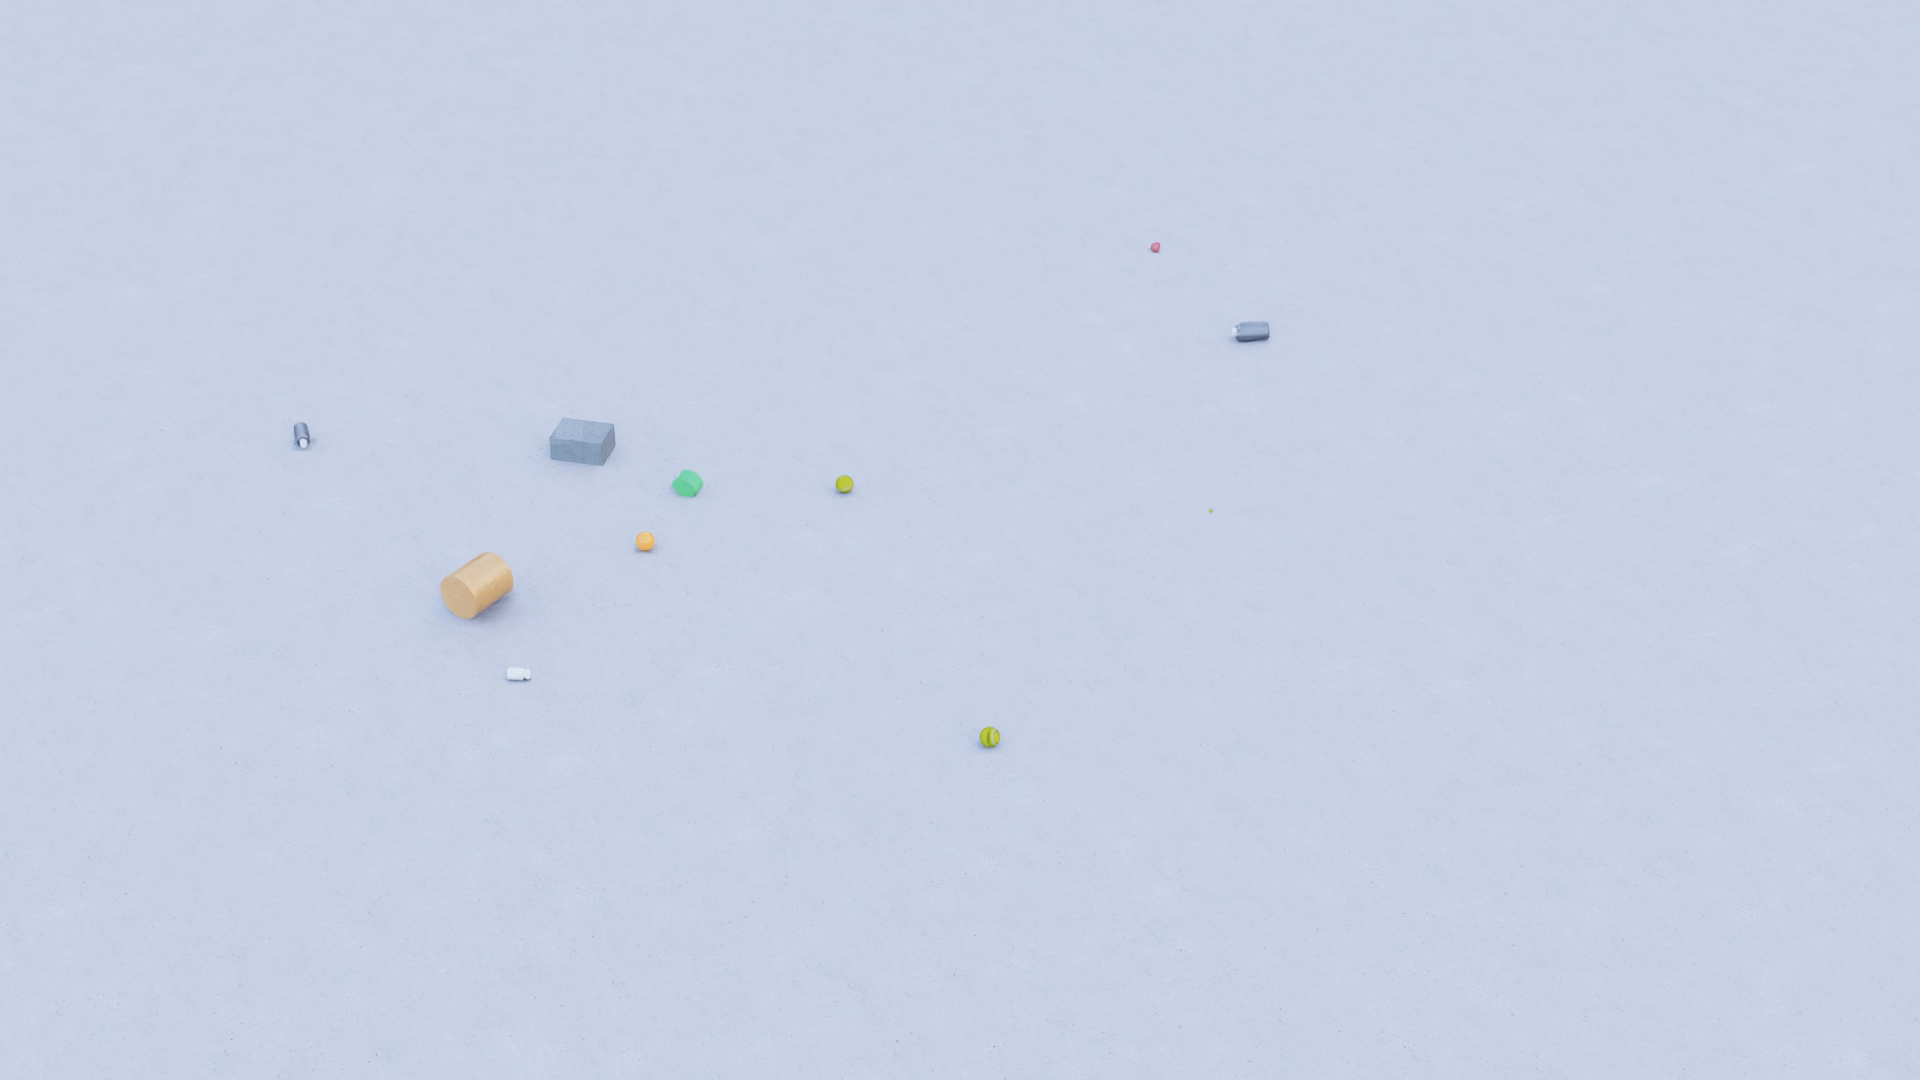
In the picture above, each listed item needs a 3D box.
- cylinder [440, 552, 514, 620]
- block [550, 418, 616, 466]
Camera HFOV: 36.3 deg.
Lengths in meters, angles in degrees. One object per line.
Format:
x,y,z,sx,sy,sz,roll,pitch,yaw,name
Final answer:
-1.735,0.164,10.539,0.173,0.172,0.198,29,42,23,cylinder
-1.472,-0.383,11.435,0.211,0.100,0.155,7,34,11,block
